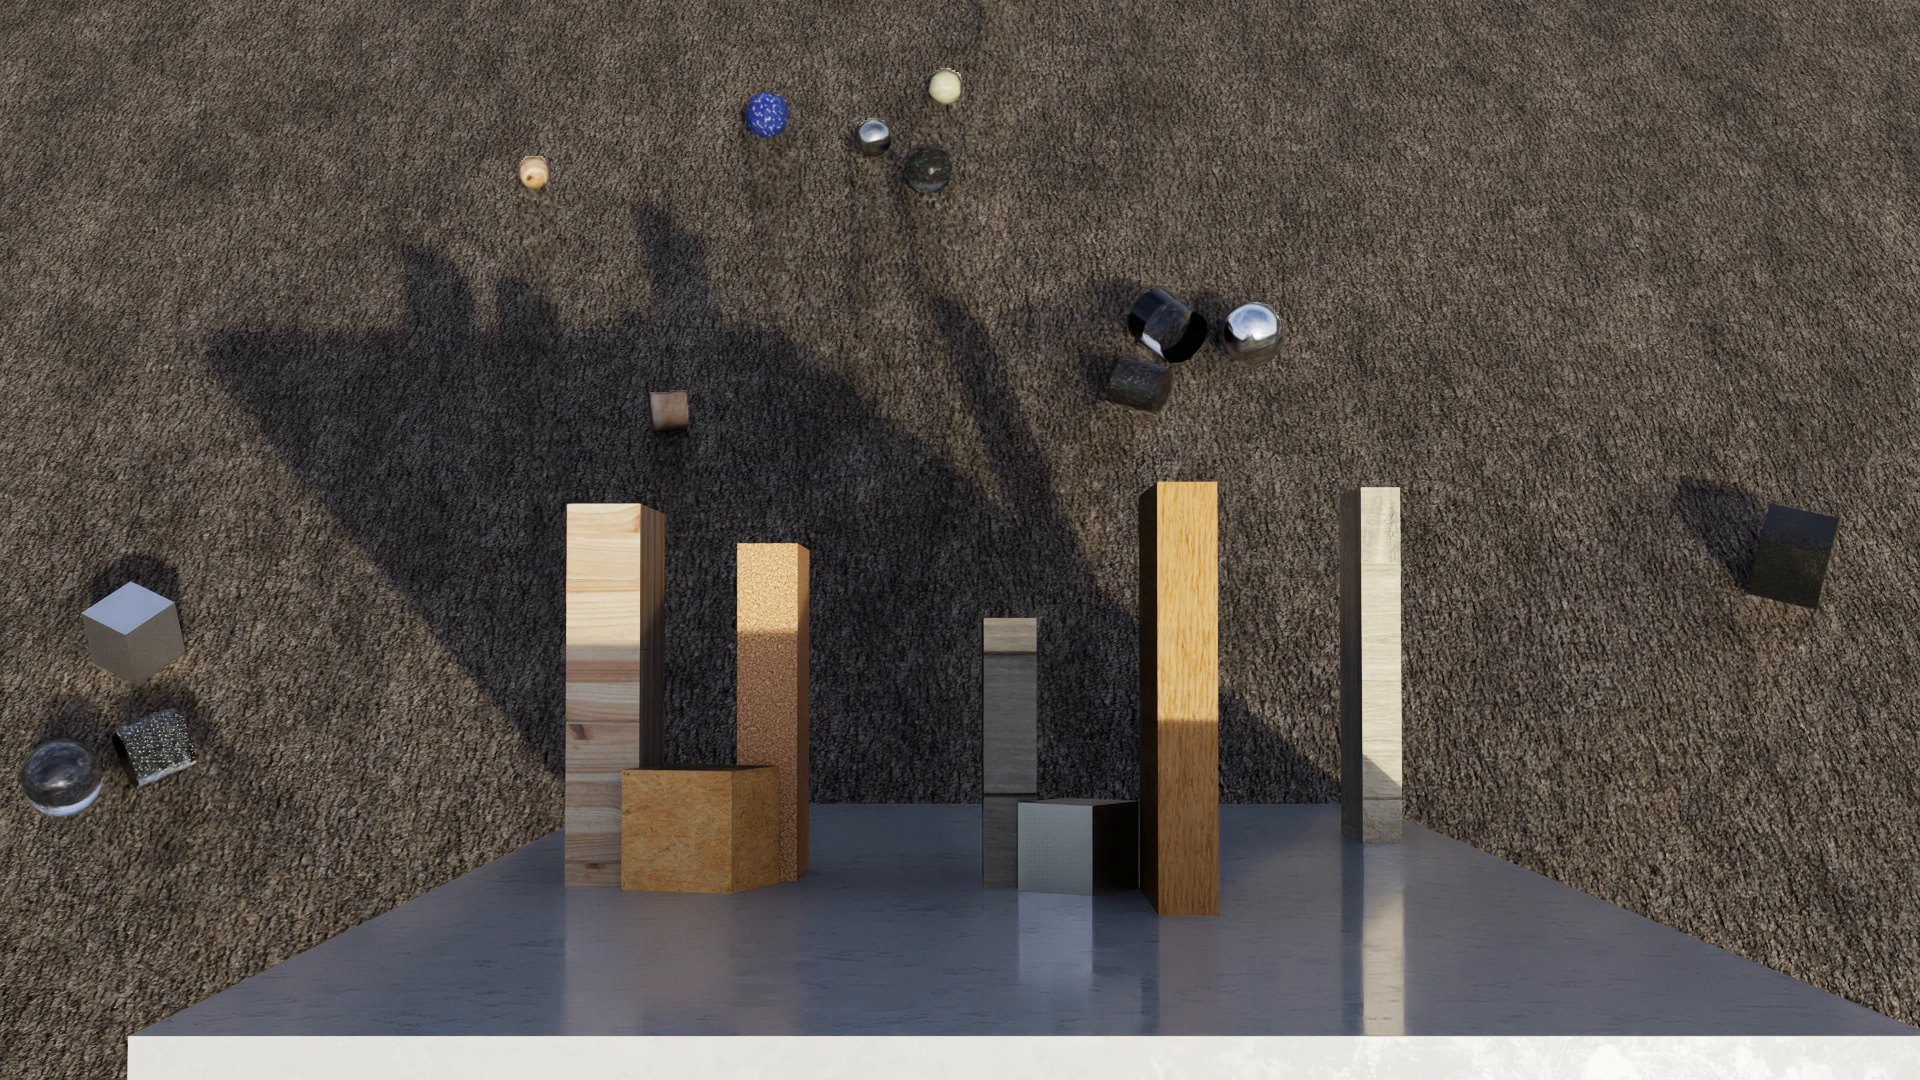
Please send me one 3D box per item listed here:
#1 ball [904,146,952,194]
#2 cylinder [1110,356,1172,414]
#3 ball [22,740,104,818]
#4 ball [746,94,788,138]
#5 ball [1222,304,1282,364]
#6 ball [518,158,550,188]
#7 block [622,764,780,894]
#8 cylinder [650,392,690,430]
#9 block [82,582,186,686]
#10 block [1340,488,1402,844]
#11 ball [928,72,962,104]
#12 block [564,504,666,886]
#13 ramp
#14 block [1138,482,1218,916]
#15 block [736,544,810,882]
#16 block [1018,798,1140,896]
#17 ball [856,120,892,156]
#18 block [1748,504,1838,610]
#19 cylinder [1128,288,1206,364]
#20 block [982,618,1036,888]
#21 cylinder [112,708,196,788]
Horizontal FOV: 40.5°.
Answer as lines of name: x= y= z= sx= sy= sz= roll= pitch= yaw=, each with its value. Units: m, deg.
ball: x=-0.118 y=-1.388 z=9.740 sx=0.179 sy=0.179 sz=0.179 roll=0 pitch=36 yaw=0
cylinder: x=0.594 y=-0.509 z=8.544 sx=0.155 sy=0.155 sz=0.155 roll=17 pitch=39 yaw=22
ball: x=-2.389 y=0.634 z=6.920 sx=0.207 sy=0.207 sz=0.207 roll=0 pitch=36 yaw=0
ball: x=-0.752 y=-1.648 z=10.109 sx=0.167 sy=0.167 sz=0.167 roll=0 pitch=36 yaw=0
ball: x=0.985 y=-0.695 z=8.761 sx=0.202 sy=0.202 sz=0.202 roll=0 pitch=36 yaw=0
ball: x=-1.604 y=-1.381 z=9.784 sx=0.114 sy=0.114 sz=0.114 roll=0 pitch=36 yaw=0
block: x=-0.458 y=0.509 z=4.608 sx=0.210 sy=0.210 sz=0.210 roll=-1 pitch=-2 yaw=19
cylinder: x=-0.944 y=-0.417 z=8.451 sx=0.117 sy=0.117 sz=0.117 roll=-6 pitch=36 yaw=-8
block: x=-2.367 y=0.267 z=7.449 sx=0.182 sy=0.182 sz=0.182 roll=21 pitch=41 yaw=27
block: x=0.902 y=0.274 z=5.723 sx=0.084 sy=0.762 sz=0.318 roll=0 pitch=-2 yaw=0
ball: x=-0.059 y=-1.801 z=10.353 sx=0.131 sy=0.131 sz=0.131 roll=0 pitch=36 yaw=0
block: x=-0.635 y=0.282 z=4.816 sx=0.131 sy=0.679 sz=0.391 roll=0 pitch=-2 yaw=0
ramp: x=0.079 y=0.673 z=4.873 sx=2.000 sy=0.100 sz=4.000 roll=0 pitch=-2 yaw=0
block: x=0.363 y=0.259 z=4.349 sx=0.096 sy=0.689 sz=0.423 roll=0 pitch=-2 yaw=0
block: x=-0.349 y=0.318 z=4.895 sx=0.109 sy=0.611 sz=0.372 roll=0 pitch=-2 yaw=0
block: x=0.208 y=0.534 z=4.535 sx=0.153 sy=0.153 sz=0.153 roll=-1 pitch=-2 yaw=36
ball: x=-0.330 y=-1.543 z=9.989 sx=0.137 sy=0.137 sz=0.137 roll=0 pitch=36 yaw=0
block: x=2.480 y=0.048 z=7.736 sx=0.201 sy=0.201 sz=0.201 roll=14 pitch=38 yaw=18
cylinder: x=0.703 y=-0.727 z=8.816 sx=0.190 sy=0.190 sz=0.190 roll=-20 pitch=40 yaw=-26
block: x=0.088 y=0.382 z=4.768 sx=0.093 sy=0.475 sz=0.393 roll=0 pitch=-2 yaw=0
cylinder: x=-2.186 y=0.565 z=7.051 sx=0.164 sy=0.164 sz=0.164 roll=-23 pitch=42 yaw=-29
